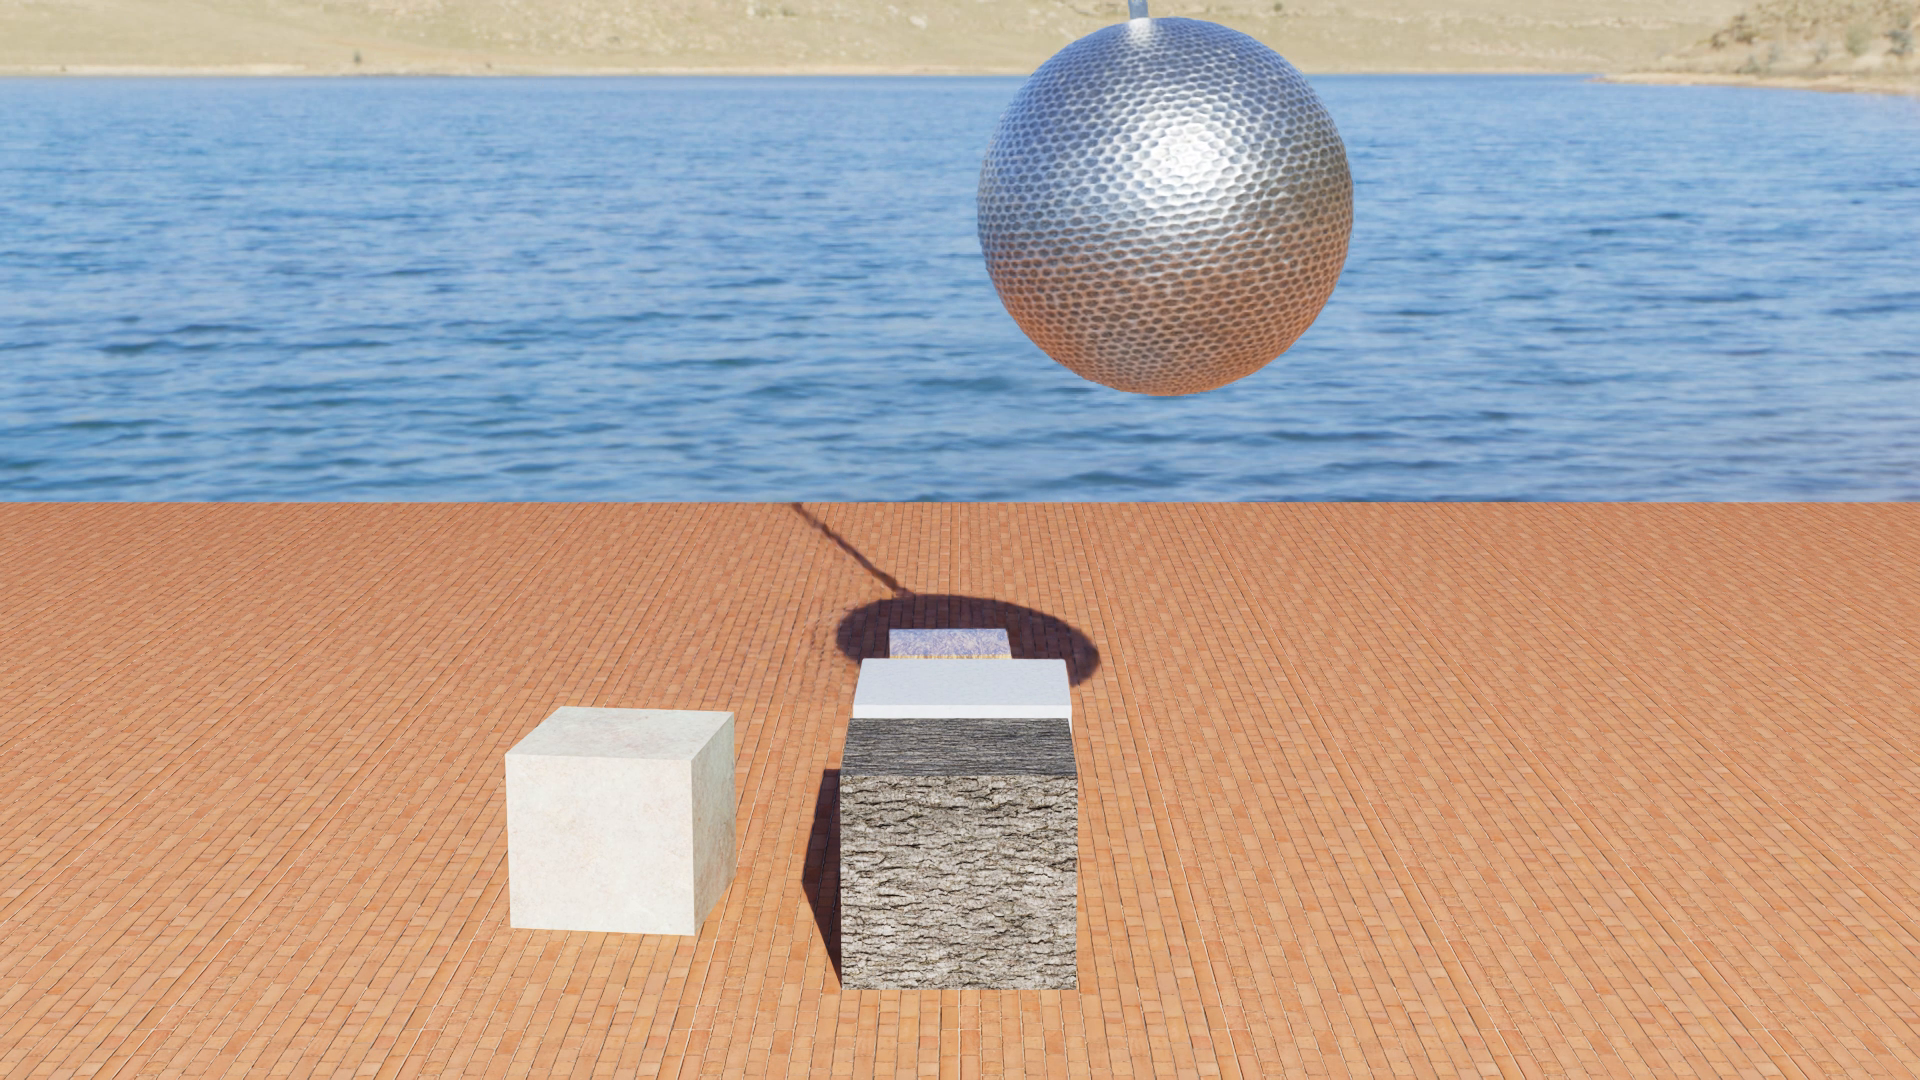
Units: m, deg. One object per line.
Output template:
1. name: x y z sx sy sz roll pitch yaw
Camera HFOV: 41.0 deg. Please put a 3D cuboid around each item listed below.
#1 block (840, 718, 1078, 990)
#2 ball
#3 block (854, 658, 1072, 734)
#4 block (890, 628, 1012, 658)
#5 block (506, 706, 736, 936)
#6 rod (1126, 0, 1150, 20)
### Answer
1. block: -0.004 1.244 10.326 0.911 0.858 0.899 0 10 0
2. ball: 0.869 -1.414 10.923 1.600 1.600 1.600 0 10 0
3. block: 0.013 1.060 11.195 0.910 0.910 0.867 0 10 1
4. block: -0.057 0.826 13.323 0.615 0.609 0.617 0 10 -2
5. block: -1.431 1.184 10.969 0.781 0.746 0.815 1 10 7
6. rod: 0.376 -4.724 10.322 0.080 5.200 0.080 -8 10 1
